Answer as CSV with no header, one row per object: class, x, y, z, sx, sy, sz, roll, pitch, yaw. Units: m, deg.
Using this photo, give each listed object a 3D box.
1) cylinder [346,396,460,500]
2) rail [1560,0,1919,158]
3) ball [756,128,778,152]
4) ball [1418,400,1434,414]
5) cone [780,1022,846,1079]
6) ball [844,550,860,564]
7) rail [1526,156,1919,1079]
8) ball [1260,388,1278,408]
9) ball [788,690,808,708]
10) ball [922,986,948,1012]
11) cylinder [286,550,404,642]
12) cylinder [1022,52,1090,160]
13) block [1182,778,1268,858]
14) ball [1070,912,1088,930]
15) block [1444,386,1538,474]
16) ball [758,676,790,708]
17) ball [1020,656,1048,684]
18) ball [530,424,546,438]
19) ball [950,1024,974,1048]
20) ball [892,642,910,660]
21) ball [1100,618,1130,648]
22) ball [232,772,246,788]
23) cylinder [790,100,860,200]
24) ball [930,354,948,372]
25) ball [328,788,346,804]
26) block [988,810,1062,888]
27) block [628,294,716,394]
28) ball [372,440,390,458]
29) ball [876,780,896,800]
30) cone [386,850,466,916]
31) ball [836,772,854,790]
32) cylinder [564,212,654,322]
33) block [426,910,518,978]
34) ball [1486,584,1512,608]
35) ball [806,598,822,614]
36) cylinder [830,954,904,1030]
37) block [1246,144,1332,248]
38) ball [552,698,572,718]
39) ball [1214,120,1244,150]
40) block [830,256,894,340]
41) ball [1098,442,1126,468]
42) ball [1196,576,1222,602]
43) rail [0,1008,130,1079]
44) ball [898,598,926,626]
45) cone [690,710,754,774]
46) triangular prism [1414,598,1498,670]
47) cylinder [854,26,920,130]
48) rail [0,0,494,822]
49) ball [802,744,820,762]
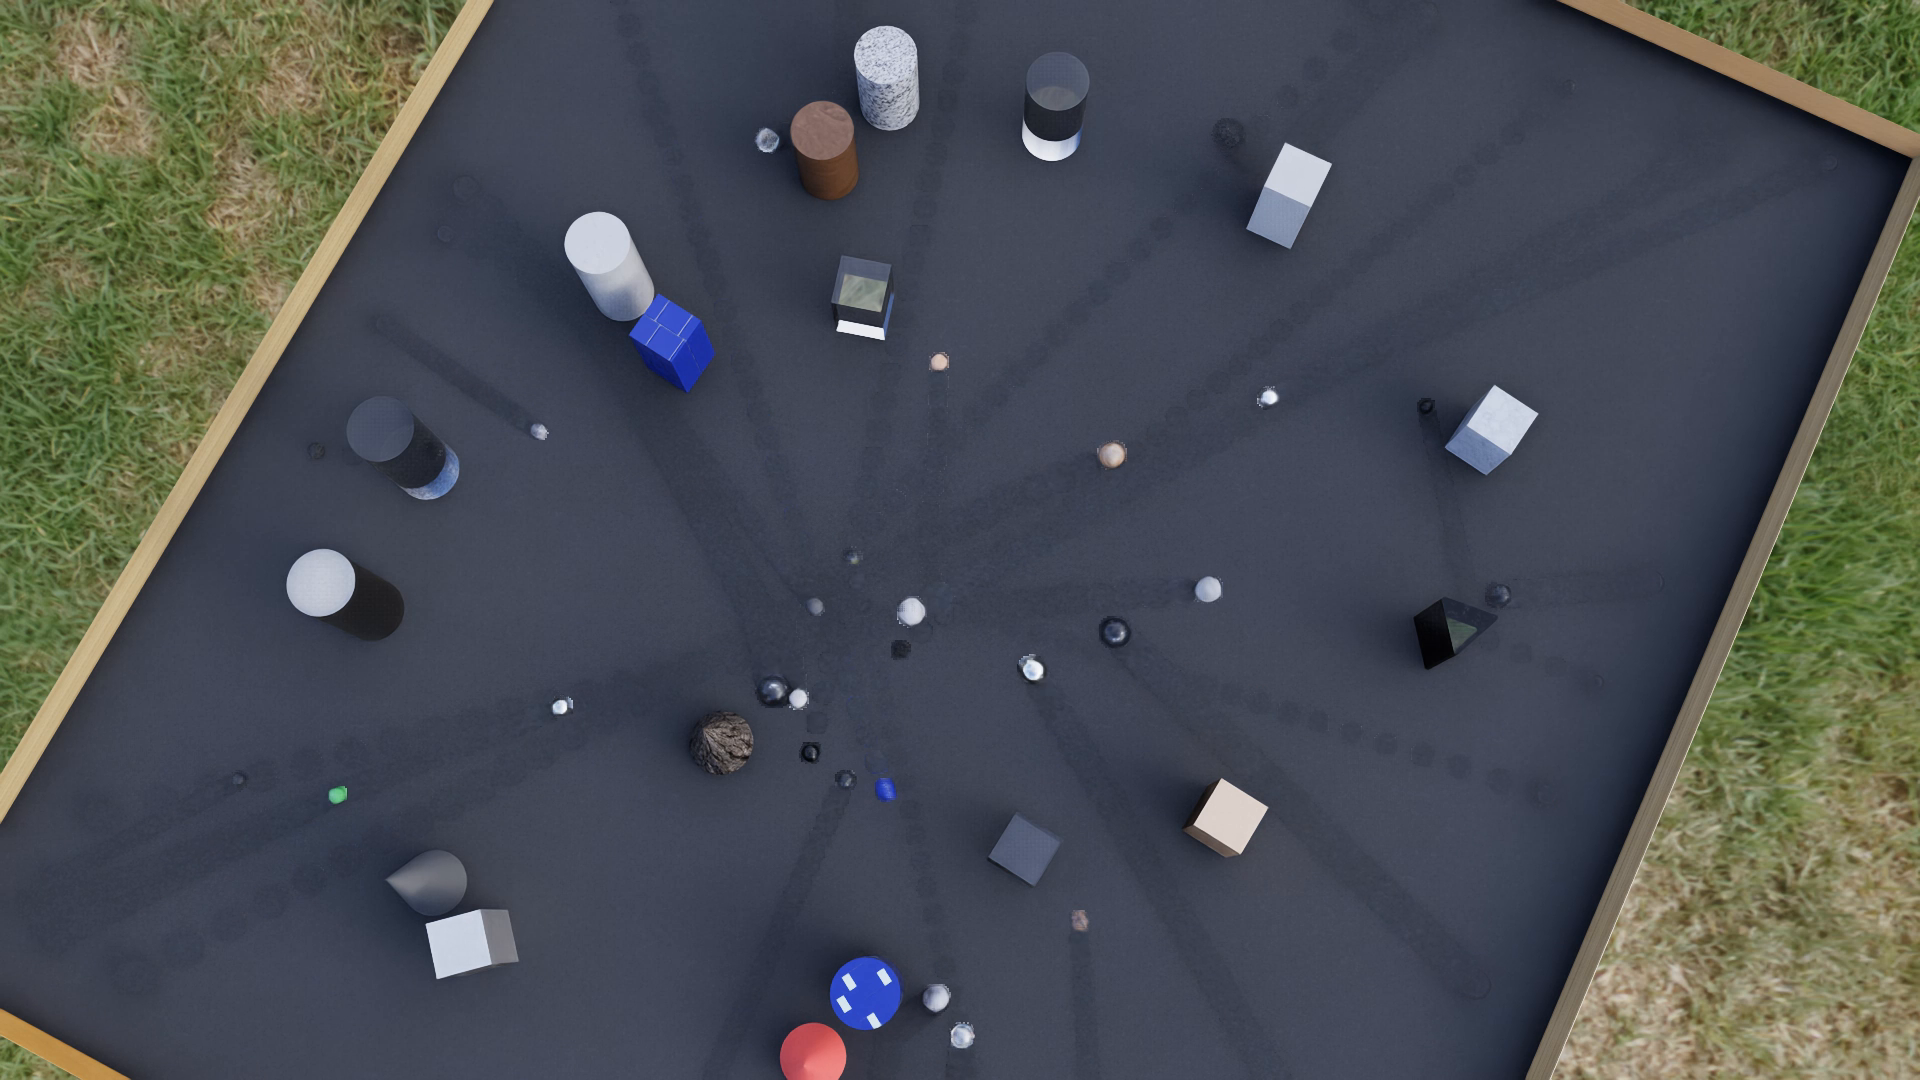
cylinder,-1.643,-0.266,5.427,0.192,0.479,0.192,0,78,0
rail,1.110,-2.168,6.000,4.380,0.125,0.045,26,80,5
ball,-0.614,-1.273,5.843,0.073,0.073,0.073,0,78,0
ball,1.445,-0.412,5.680,0.043,0.043,0.043,0,78,0
cone,-0.426,1.464,5.149,0.192,0.322,0.192,0,78,0
ball,-0.327,0.051,5.582,0.047,0.047,0.047,0,78,0
rail,1.938,0.955,5.354,0.045,0.125,5.012,26,80,5
ball,0.957,-0.440,5.677,0.061,0.061,0.061,0,78,0
ball,-0.485,0.474,5.490,0.056,0.056,0.056,0,78,0
ball,-0.070,1.327,5.304,0.074,0.074,0.074,0,78,0
cylinder,-1.785,0.166,5.346,0.192,0.462,0.192,0,78,0
cylinder,0.295,-1.345,5.705,0.192,0.371,0.192,0,78,0
block,0.762,0.806,5.299,0.153,0.296,0.153,32,80,6
ball,0.349,1.115,5.359,0.053,0.053,0.053,0,78,0
block,1.607,-0.330,5.553,0.153,0.258,0.153,35,80,7
ball,-0.555,0.451,5.474,0.096,0.096,0.096,0,78,0
ball,0.220,0.392,5.493,0.083,0.083,0.083,0,78,0
ball,-1.302,-0.337,5.662,0.047,0.047,0.047,0,78,0
ball,0.007,1.431,5.285,0.069,0.069,0.069,0,78,0
ball,-0.178,0.333,5.521,0.052,0.052,0.052,0,78,0
ball,0.467,0.280,5.512,0.091,0.091,0.091,0,78,0
ball,-2.143,0.714,5.447,0.044,0.044,0.044,0,78,0
cylinder,-0.417,-1.209,5.704,0.192,0.317,0.192,0,78,0
ball,-0.066,-0.552,5.704,0.052,0.052,0.052,0,78,0
ball,-1.848,0.758,5.435,0.049,0.049,0.049,0,78,0
block,0.185,0.893,5.276,0.153,0.305,0.153,32,80,6
block,-0.871,-0.594,5.572,0.153,0.329,0.153,33,80,6
ball,-1.784,-0.280,5.647,0.053,0.053,0.053,0,78,0
ball,-0.219,0.741,5.434,0.058,0.058,0.058,0,78,0
cone,-1.551,0.963,5.175,0.192,0.474,0.192,0,78,0
ball,-0.340,0.716,5.441,0.054,0.054,0.054,0,78,0
cylinder,-1.060,-0.825,5.567,0.192,0.432,0.192,0,78,0
block,-1.385,1.148,5.216,0.153,0.319,0.153,-15,79,-3
ball,1.632,0.168,5.544,0.073,0.073,0.073,0,78,0
ball,-0.440,0.200,5.549,0.050,0.050,0.050,0,78,0
cylinder,-0.258,1.271,5.166,0.192,0.368,0.192,0,78,0
block,1.012,-1.058,5.657,0.153,0.349,0.153,26,79,5
ball,-1.192,0.500,5.482,0.060,0.060,0.060,0,78,0
ball,0.856,-1.290,5.835,0.095,0.095,0.095,0,78,0
block,-0.296,-0.743,5.633,0.153,0.269,0.153,11,79,2
ball,0.467,-0.260,5.629,0.081,0.081,0.081,0,78,0
ball,0.752,0.150,5.545,0.078,0.078,0.078,0,78,0
rail,-1.110,2.181,5.101,4.380,0.125,0.045,26,80,5
ball,-0.146,0.217,5.530,0.082,0.082,0.082,0,78,0
cone,-0.715,0.566,5.290,0.192,0.411,0.192,0,78,0
triangular prism,1.427,0.252,5.395,0.166,0.332,0.144,-39,81,-7
cylinder,-0.226,-1.444,5.745,0.192,0.334,0.192,0,78,0
rail,-1.938,-0.942,5.747,0.045,0.125,5.012,26,80,5
ball,-0.444,0.634,5.457,0.056,0.056,0.056,0,78,0
